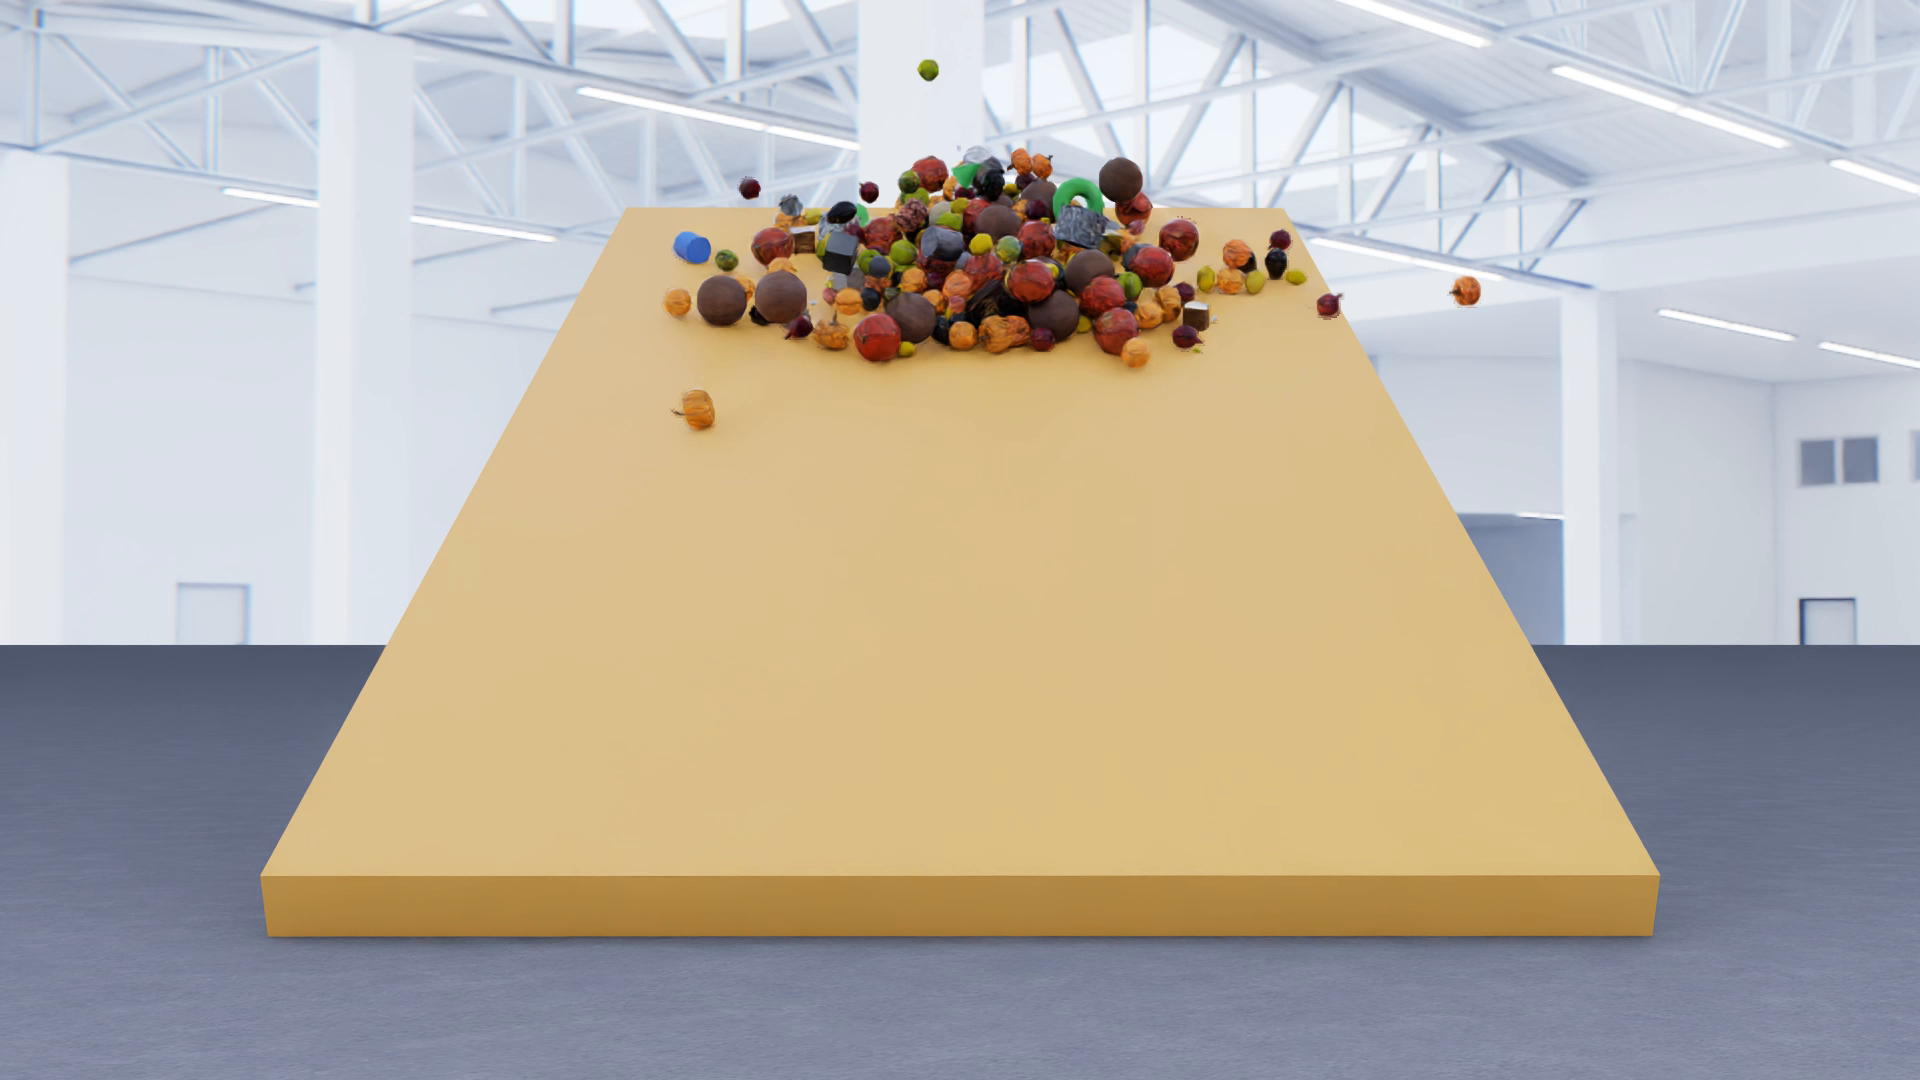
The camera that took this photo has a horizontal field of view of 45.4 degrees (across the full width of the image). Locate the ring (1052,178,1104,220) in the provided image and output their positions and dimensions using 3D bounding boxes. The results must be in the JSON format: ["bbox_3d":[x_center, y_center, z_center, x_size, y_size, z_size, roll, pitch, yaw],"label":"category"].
[{"bbox_3d":[0.325,-0.922,6.310,0.146,0.146,0.049,0,8,-10],"label":"ring"}]

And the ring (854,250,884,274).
[{"bbox_3d":[-0.269,-0.766,6.313,0.131,0.044,0.131,-2,26,1],"label":"ring"}]

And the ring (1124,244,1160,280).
[{"bbox_3d":[0.494,-0.753,6.220,0.106,0.106,0.035,1,-20,-18],"label":"ring"}]

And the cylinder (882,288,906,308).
[{"bbox_3d":[-0.172,-0.631,5.968,0.052,0.052,0.052,-4,-2,-9],"label":"cylinder"}]

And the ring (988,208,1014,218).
[{"bbox_3d":[0.123,-0.974,6.842,0.081,0.027,0.081,-7,9,1],"label":"ring"}]

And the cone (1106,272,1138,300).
[{"bbox_3d":[0.437,-0.653,6.049,0.078,0.078,0.078,24,-7,-11],"label":"cone"}]

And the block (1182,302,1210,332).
[{"bbox_3d":[0.598,-0.566,5.804,0.057,0.057,0.057,6,23,14],"label":"block"}]

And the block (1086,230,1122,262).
[{"bbox_3d":[0.403,-0.825,6.418,0.073,0.073,0.073,-1,20,-18],"label":"block"}]

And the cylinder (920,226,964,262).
[{"bbox_3d":[-0.046,-0.763,5.926,0.081,0.081,0.081,6,-5,-32],"label":"cylinder"}]

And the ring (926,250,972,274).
[{"bbox_3d":[-0.029,-0.768,6.323,0.126,0.042,0.126,-3,26,1],"label":"ring"}]

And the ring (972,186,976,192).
[{"bbox_3d":[0.027,-0.981,6.658,0.034,0.101,0.101,7,-2,5],"label":"ring"}]

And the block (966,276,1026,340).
[{"bbox_3d":[0.087,-0.578,5.713,0.099,0.099,0.099,-42,17,9],"label":"block"}]

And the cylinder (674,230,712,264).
[{"bbox_3d":[-0.745,-0.814,6.388,0.077,0.077,0.077,2,17,-37],"label":"cylinder"}]

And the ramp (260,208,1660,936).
[{"bbox_3d":[-0.006,-0.220,5.152,2.000,0.100,4.000,0,22,0],"label":"ramp"}]

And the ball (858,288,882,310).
[{"bbox_3d":[-0.234,-0.623,5.939,0.059,0.059,0.059,0,-2,0],"label":"ball"}]

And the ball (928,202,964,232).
[{"bbox_3d":[-0.040,-0.886,6.332,0.097,0.097,0.097,0,-2,0],"label":"ball"}]

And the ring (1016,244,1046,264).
[{"bbox_3d":[0.181,-0.799,6.407,0.115,0.038,0.115,-1,22,0],"label":"ring"}]

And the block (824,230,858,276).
[{"bbox_3d":[-0.306,-0.736,5.889,0.072,0.072,0.072,13,-37,4],"label":"block"}]

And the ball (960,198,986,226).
[{"bbox_3d":[0.036,-0.926,6.497,0.077,0.077,0.077,0,-2,0],"label":"ball"}]

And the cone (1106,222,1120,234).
[{"bbox_3d":[0.440,-0.875,6.604,0.074,0.074,0.074,-1,7,23],"label":"cone"}]

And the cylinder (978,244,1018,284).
[{"bbox_3d":[0.100,-0.736,6.131,0.098,0.098,0.098,0,1,-3],"label":"cylinder"}]

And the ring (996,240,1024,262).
[{"bbox_3d":[0.131,-0.755,6.008,0.084,0.028,0.084,-22,-19,-8],"label":"ring"}]

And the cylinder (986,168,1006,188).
[{"bbox_3d":[0.088,-1.083,6.744,0.066,0.066,0.066,-42,-14,13],"label":"cylinder"}]

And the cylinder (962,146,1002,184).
[{"bbox_3d":[0.064,-1.080,6.602,0.083,0.083,0.083,2,32,-37],"label":"cylinder"}]

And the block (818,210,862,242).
[{"bbox_3d":[-0.340,-0.880,6.482,0.083,0.083,0.083,5,-3,33],"label":"block"}]

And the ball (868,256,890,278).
[{"bbox_3d":[-0.206,-0.698,5.878,0.058,0.058,0.058,0,-2,0],"label":"ball"}]

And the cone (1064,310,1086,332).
[{"bbox_3d":[0.278,-0.545,5.794,0.056,0.056,0.056,1,-8,-30],"label":"cone"}]

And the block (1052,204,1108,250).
[{"bbox_3d":[0.323,-0.838,6.155,0.096,0.096,0.096,14,4,-28],"label":"block"}]

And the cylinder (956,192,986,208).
[{"bbox_3d":[0.027,-0.959,6.570,0.070,0.070,0.070,32,2,-1],"label":"cylinder"}]

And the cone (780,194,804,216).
[{"bbox_3d":[-0.452,-0.922,6.239,0.065,0.065,0.065,1,-16,-13],"label":"cone"}]

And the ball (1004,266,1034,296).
[{"bbox_3d":[0.147,-0.641,5.697,0.075,0.075,0.075,0,-2,0],"label":"ball"}]

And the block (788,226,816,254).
[{"bbox_3d":[-0.446,-0.847,6.492,0.062,0.062,0.062,-6,23,-16],"label":"block"}]

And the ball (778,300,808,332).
[{"bbox_3d":[-0.419,-0.564,5.764,0.079,0.079,0.079,0,-2,0],"label":"ball"}]

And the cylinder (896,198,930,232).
[{"bbox_3d":[-0.133,-0.911,6.421,0.069,0.069,0.069,3,-42,-47],"label":"cylinder"}]

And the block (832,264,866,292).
[{"bbox_3d":[-0.295,-0.699,6.113,0.064,0.064,0.064,-17,22,-35],"label":"block"}]
